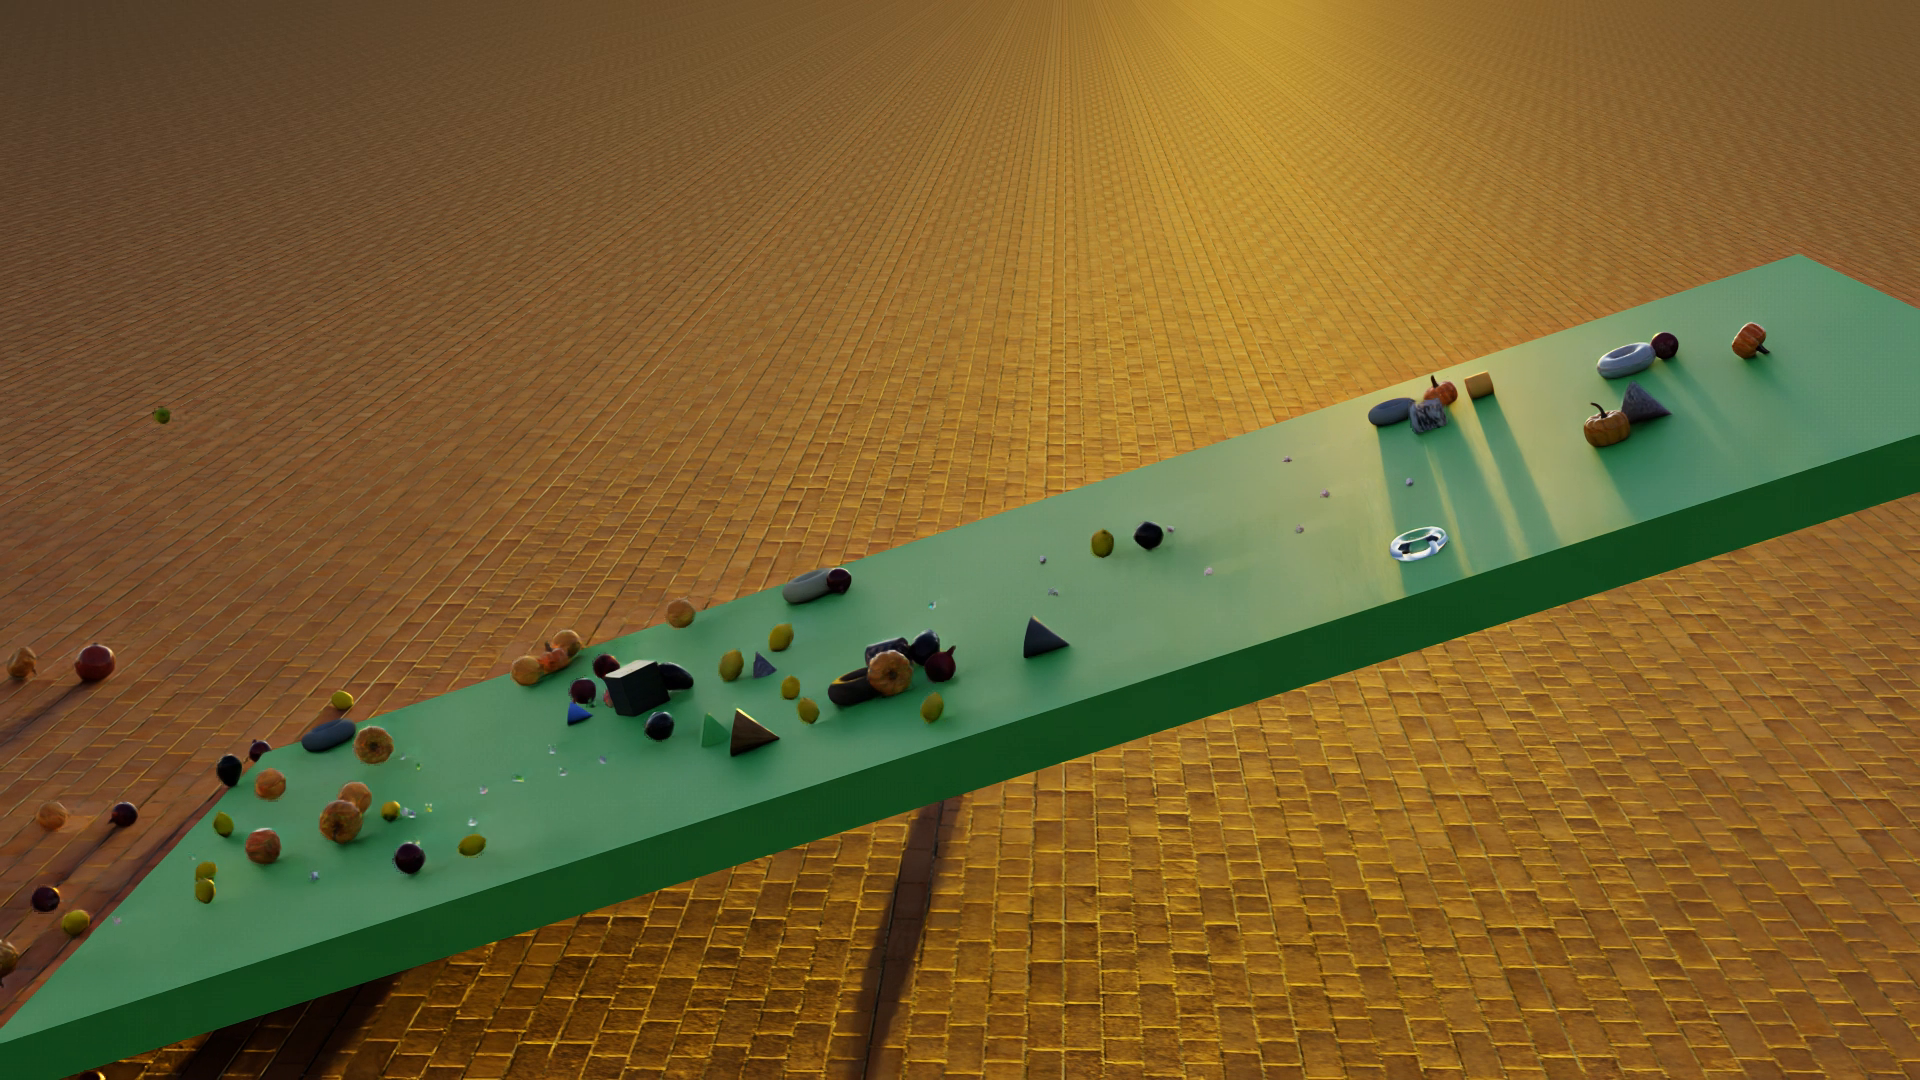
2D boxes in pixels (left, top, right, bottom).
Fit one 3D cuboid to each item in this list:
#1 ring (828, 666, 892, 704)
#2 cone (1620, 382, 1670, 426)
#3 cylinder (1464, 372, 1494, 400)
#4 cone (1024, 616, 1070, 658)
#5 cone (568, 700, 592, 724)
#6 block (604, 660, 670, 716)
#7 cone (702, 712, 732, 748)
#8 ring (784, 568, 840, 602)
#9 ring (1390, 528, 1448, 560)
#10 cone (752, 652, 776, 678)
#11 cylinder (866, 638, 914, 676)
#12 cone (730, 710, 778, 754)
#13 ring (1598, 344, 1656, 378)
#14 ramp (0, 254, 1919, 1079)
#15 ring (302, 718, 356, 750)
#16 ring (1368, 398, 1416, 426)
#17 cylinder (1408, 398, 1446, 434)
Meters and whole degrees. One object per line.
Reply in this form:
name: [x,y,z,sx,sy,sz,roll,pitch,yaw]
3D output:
ring: [-0.200,0.290,5.897,0.135,0.045,0.135,-19,9,3]
cone: [1.390,-0.265,5.932,0.092,0.092,0.092,16,17,22]
cylinder: [1.182,-0.352,6.695,0.052,0.052,0.052,-19,12,2]
cone: [0.175,0.196,5.739,0.083,0.083,0.083,11,14,11]
cone: [-0.846,0.389,6.572,0.054,0.054,0.054,8,12,-1]
block: [-0.712,0.326,6.473,0.093,0.093,0.093,-25,12,-28]
cone: [-0.503,0.375,5.939,0.066,0.066,0.066,-18,11,4]
ring: [-0.357,0.109,7.064,0.146,0.049,0.146,-19,9,3]
ring: [0.858,0.008,5.504,0.112,0.037,0.112,-18,12,4]
cone: [-0.435,0.266,6.397,0.055,0.055,0.055,-18,11,4]
cylinder: [-0.144,0.241,5.973,0.073,0.073,0.073,-15,6,22]
cone: [-0.398,0.384,5.784,0.092,0.092,0.092,8,12,1]
ring: [1.459,-0.392,6.440,0.131,0.044,0.131,-21,13,5]
ramp: [0.106,0.180,6.305,4.000,0.100,2.000,-18,11,6]
ring: [-1.564,0.482,7.289,0.139,0.046,0.139,-19,9,3]
ring: [0.997,-0.296,6.776,0.116,0.039,0.116,-18,12,4]
cylinder: [1.039,-0.277,6.536,0.065,0.065,0.065,-15,7,19]
